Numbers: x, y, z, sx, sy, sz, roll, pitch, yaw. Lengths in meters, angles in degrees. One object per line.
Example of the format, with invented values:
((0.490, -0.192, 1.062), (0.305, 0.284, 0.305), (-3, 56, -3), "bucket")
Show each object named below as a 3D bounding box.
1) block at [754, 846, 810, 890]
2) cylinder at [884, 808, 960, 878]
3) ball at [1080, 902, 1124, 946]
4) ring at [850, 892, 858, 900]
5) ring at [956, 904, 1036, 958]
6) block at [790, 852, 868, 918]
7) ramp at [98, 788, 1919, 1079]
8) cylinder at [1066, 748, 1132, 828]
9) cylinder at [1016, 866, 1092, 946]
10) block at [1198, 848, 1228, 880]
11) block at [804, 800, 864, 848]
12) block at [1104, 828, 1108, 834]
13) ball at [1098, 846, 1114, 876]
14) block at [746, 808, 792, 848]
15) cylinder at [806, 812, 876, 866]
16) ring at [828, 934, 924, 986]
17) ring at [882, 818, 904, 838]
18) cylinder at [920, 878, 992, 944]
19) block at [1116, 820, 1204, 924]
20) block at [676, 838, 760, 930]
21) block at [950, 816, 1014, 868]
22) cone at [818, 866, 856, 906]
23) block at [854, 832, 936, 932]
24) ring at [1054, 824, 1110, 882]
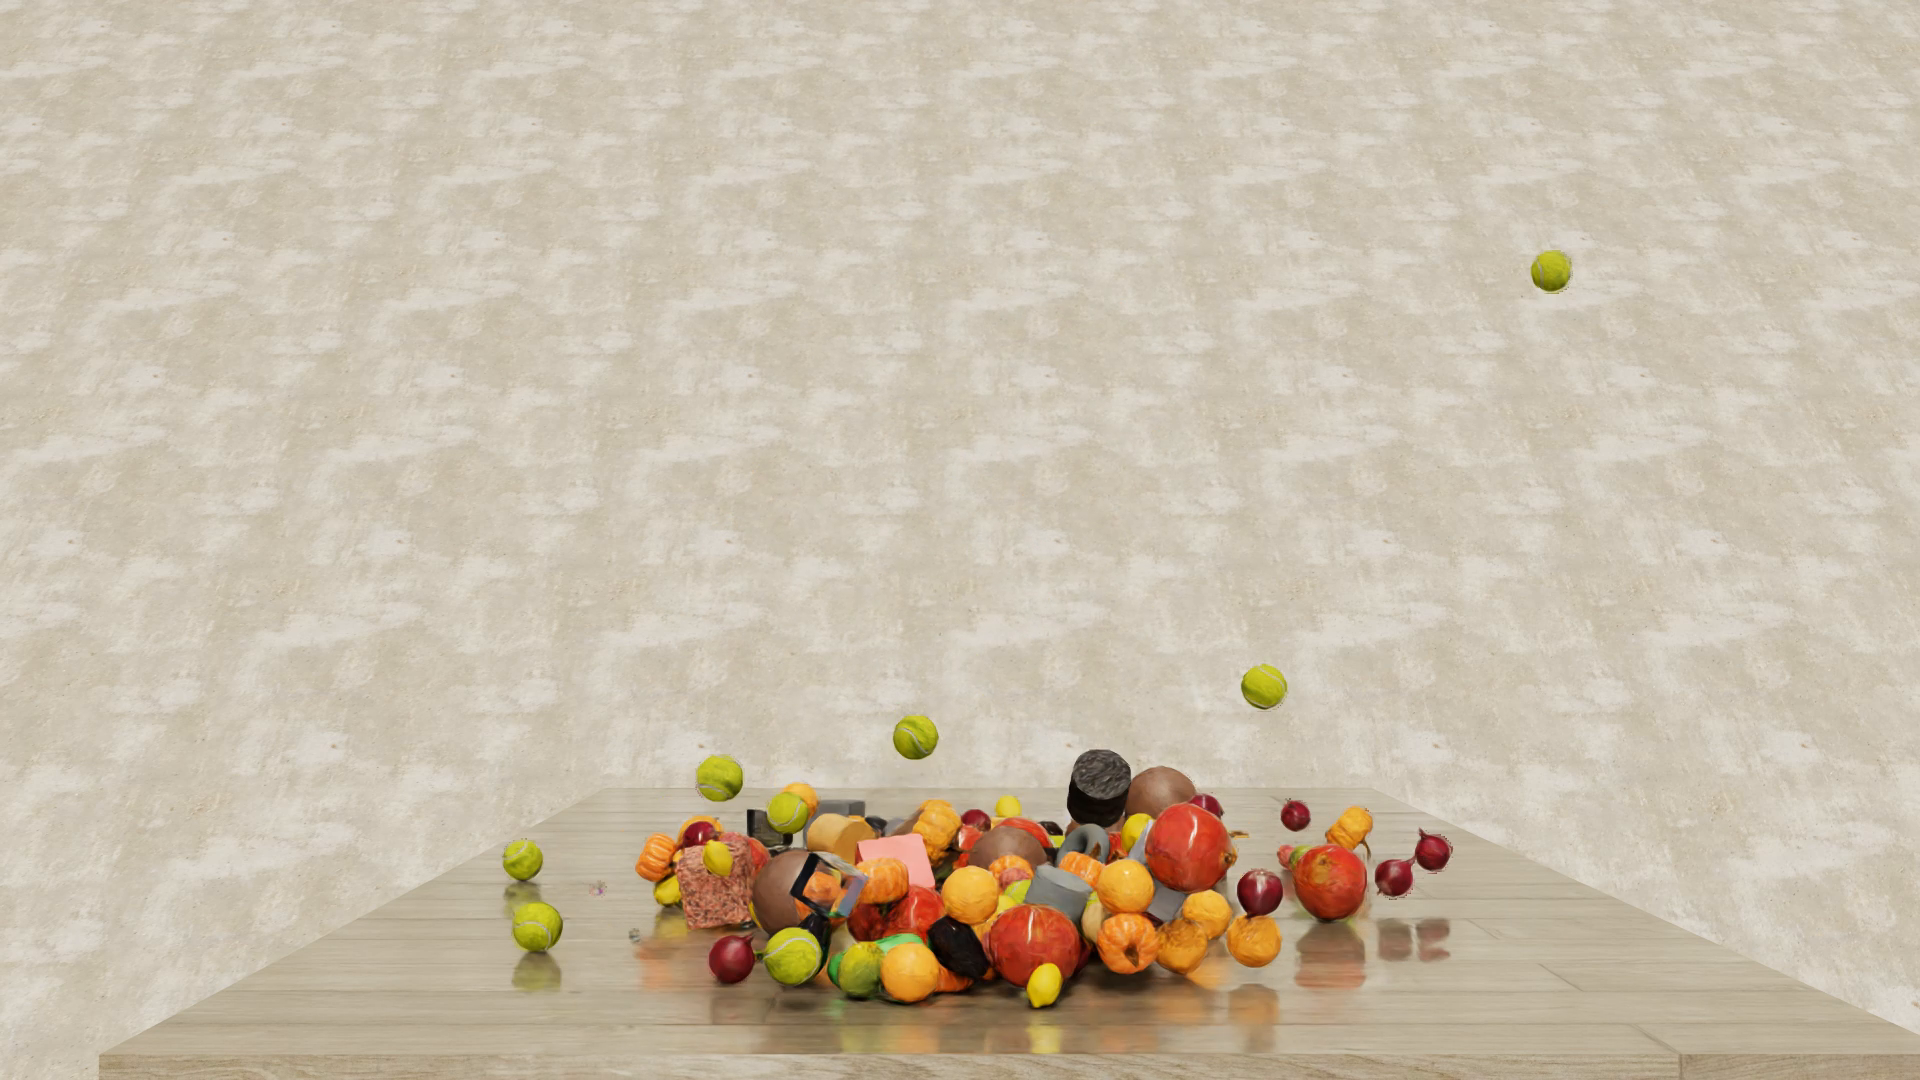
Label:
((-0.302, 0.558, 4.409), (0.067, 0.067, 0.067), (-1, -2, 36), "block")
((-0.066, 0.466, 3.861), (0.095, 0.095, 0.095), (27, 49, 34), "cylinder")
((0.181, 0.487, 3.300), (0.055, 0.055, 0.055), (0, 34, 0), "ball")
((-0.185, 0.572, 4.250), (0.092, 0.031, 0.092), (3, -3, 0), "ring")
((0.050, 0.534, 3.546), (0.114, 0.038, 0.114), (7, 18, -2), "ring")
((-0.165, 0.435, 3.269), (0.061, 0.061, 0.061), (29, 4, 24), "block")
((0.075, 0.650, 4.785), (2.000, 0.100, 4.000), (0, -1, 0), "ramp")
((0.214, 0.385, 4.011), (0.090, 0.090, 0.090), (2, 53, -3), "cylinder")
((0.120, 0.467, 3.313), (0.076, 0.076, 0.076), (21, 9, -4), "cylinder")
((0.443, 0.568, 4.562), (0.052, 0.052, 0.052), (0, -1, 5), "block")
((-0.247, 0.560, 5.093), (0.094, 0.094, 0.094), (0, -1, 18), "block")
((0.257, 0.553, 5.073), (0.061, 0.061, 0.061), (1, 12, 5), "block")
((0.243, 0.563, 4.609), (0.065, 0.065, 0.065), (0, 34, 0), "ball")
((-0.381, 0.574, 5.183), (0.072, 0.072, 0.072), (0, -1, 17), "block")
((-0.181, 0.461, 3.958), (0.077, 0.077, 0.077), (-25, 20, -32), "cylinder")
((-0.106, 0.531, 3.282), (0.128, 0.043, 0.128), (-17, -5, -1), "ring")
((-0.103, 0.501, 4.037), (0.046, 0.139, 0.139), (9, 34, -5), "ring")
((-0.008, 0.526, 3.683), (0.090, 0.090, 0.090), (-11, -2, -15), "cylinder")
((0.259, 0.430, 3.368), (0.080, 0.080, 0.080), (28, 24, -2), "block")
((-0.360, 0.513, 3.871), (0.096, 0.096, 0.096), (-9, 12, 6), "block")
((0.039, 0.557, 4.789), (0.085, 0.085, 0.085), (1, -2, -33), "block")
((-0.208, 0.571, 4.171), (0.065, 0.065, 0.065), (9, 28, 13), "cone")
((-0.089, 0.461, 3.490), (0.088, 0.088, 0.088), (-6, 49, -14), "block")
((0.184, 0.474, 3.896), (0.035, 0.104, 0.104), (37, 24, -25), "ring")
